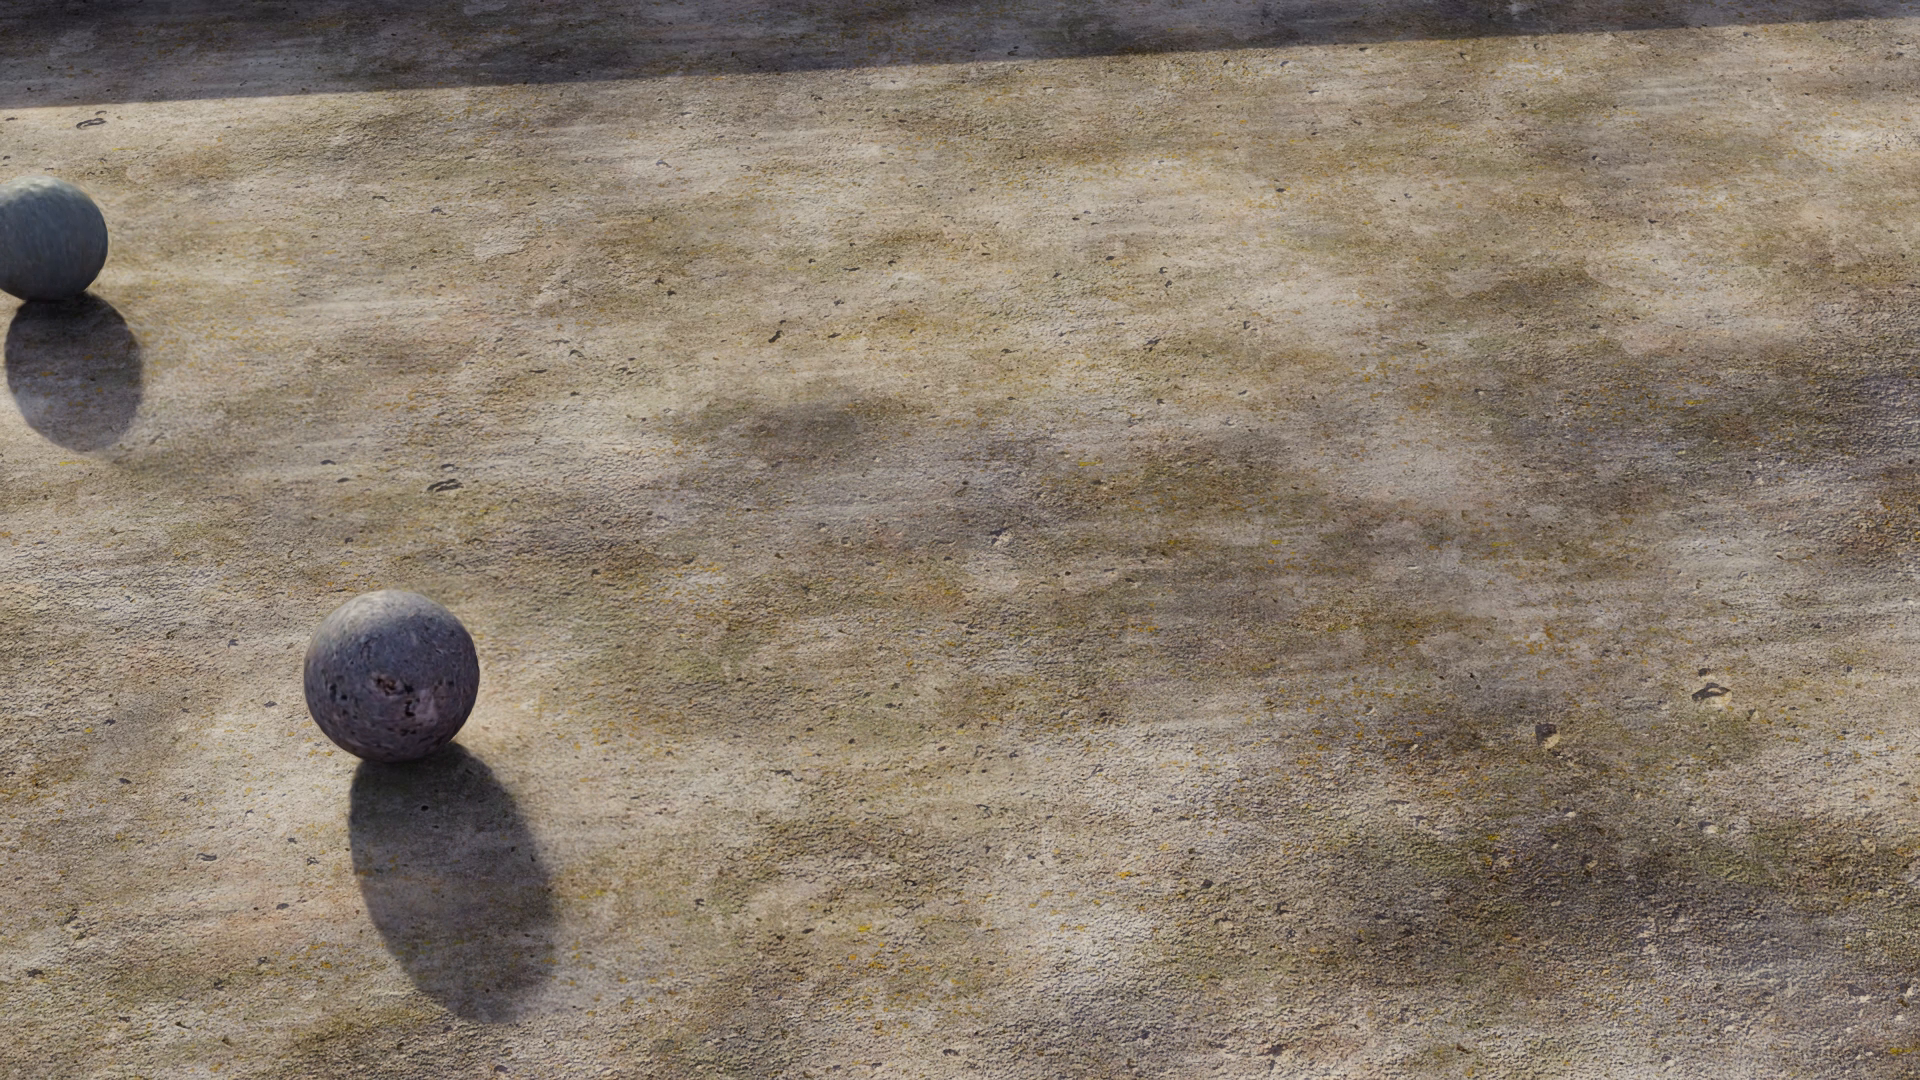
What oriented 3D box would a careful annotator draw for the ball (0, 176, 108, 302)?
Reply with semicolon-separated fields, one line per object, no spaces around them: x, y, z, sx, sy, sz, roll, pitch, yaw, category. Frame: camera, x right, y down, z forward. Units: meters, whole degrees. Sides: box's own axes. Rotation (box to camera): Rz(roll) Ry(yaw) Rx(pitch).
-0.637;-0.209;1.781;0.088;0.088;0.088;0;37;0;ball

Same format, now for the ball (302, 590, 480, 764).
-0.309;0.074;1.394;0.094;0.094;0.094;0;37;0;ball
